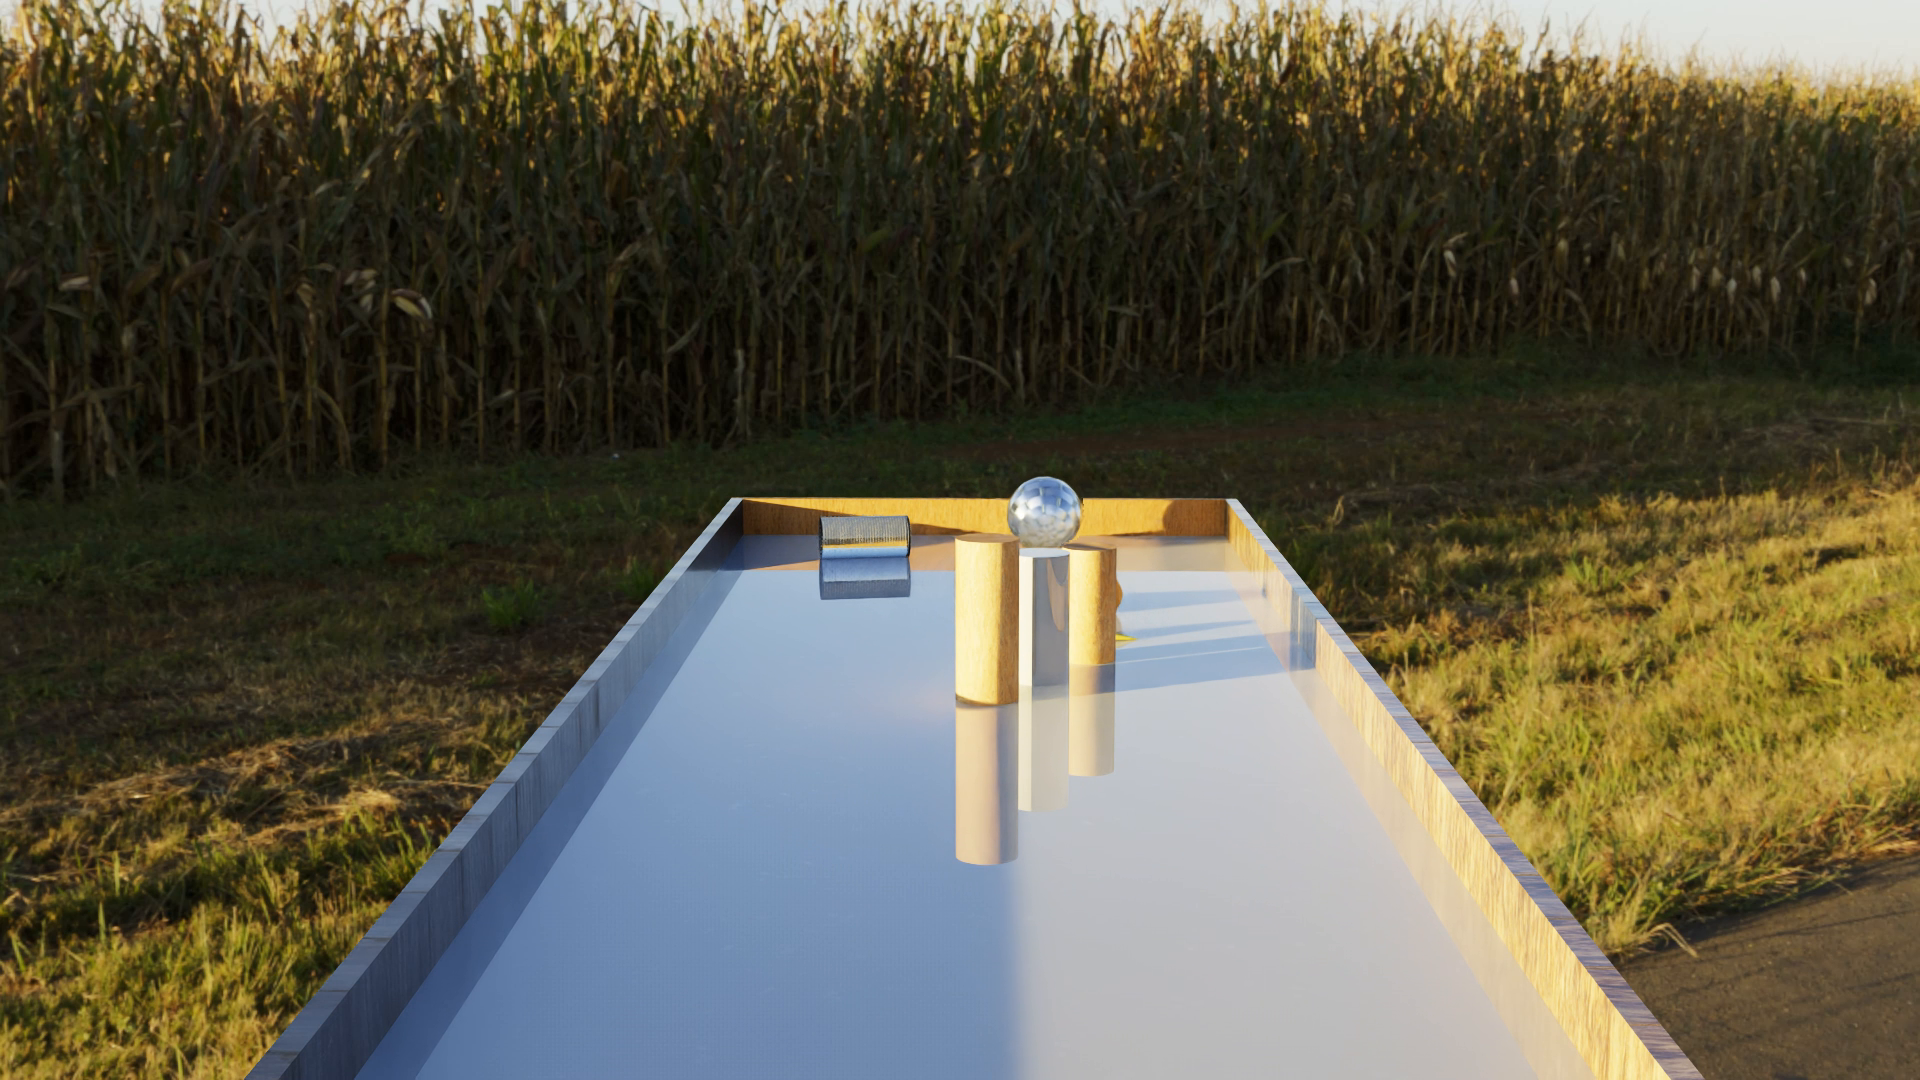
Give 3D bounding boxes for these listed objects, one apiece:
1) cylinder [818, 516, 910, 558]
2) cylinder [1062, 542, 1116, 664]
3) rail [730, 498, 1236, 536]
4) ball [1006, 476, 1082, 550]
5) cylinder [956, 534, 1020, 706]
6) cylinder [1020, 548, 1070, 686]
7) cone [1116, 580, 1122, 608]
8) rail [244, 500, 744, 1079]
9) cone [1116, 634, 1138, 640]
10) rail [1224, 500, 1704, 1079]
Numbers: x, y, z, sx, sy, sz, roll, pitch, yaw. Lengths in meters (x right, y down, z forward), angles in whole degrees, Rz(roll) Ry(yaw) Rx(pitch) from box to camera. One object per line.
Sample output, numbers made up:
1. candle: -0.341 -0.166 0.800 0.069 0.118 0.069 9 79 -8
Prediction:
1. cylinder: -0.372 -0.011 8.565 0.342 0.162 0.162 -2 9 -10
2. cylinder: 0.392 0.192 6.690 0.166 0.347 0.166 0 9 0
3. rail: 0.099 -0.098 9.147 2.100 0.150 0.050 0 9 1
4. ball: 0.334 -0.101 8.689 0.301 0.301 0.301 0 9 0
5. cylinder: 0.077 0.220 6.157 0.179 0.458 0.179 0 9 0
6. cylinder: 0.233 0.222 6.408 0.174 0.376 0.174 0 9 0
7. cone: 0.429 0.188 7.616 0.132 0.132 0.384 -3 0 -18
8. rail: -1.004 0.839 3.234 0.050 0.150 12.000 0 9 1
9. cone: 0.404 0.296 6.973 0.347 0.108 0.108 7 7 -12
10. rail: 1.046 0.843 3.208 0.050 0.150 12.000 0 9 1
